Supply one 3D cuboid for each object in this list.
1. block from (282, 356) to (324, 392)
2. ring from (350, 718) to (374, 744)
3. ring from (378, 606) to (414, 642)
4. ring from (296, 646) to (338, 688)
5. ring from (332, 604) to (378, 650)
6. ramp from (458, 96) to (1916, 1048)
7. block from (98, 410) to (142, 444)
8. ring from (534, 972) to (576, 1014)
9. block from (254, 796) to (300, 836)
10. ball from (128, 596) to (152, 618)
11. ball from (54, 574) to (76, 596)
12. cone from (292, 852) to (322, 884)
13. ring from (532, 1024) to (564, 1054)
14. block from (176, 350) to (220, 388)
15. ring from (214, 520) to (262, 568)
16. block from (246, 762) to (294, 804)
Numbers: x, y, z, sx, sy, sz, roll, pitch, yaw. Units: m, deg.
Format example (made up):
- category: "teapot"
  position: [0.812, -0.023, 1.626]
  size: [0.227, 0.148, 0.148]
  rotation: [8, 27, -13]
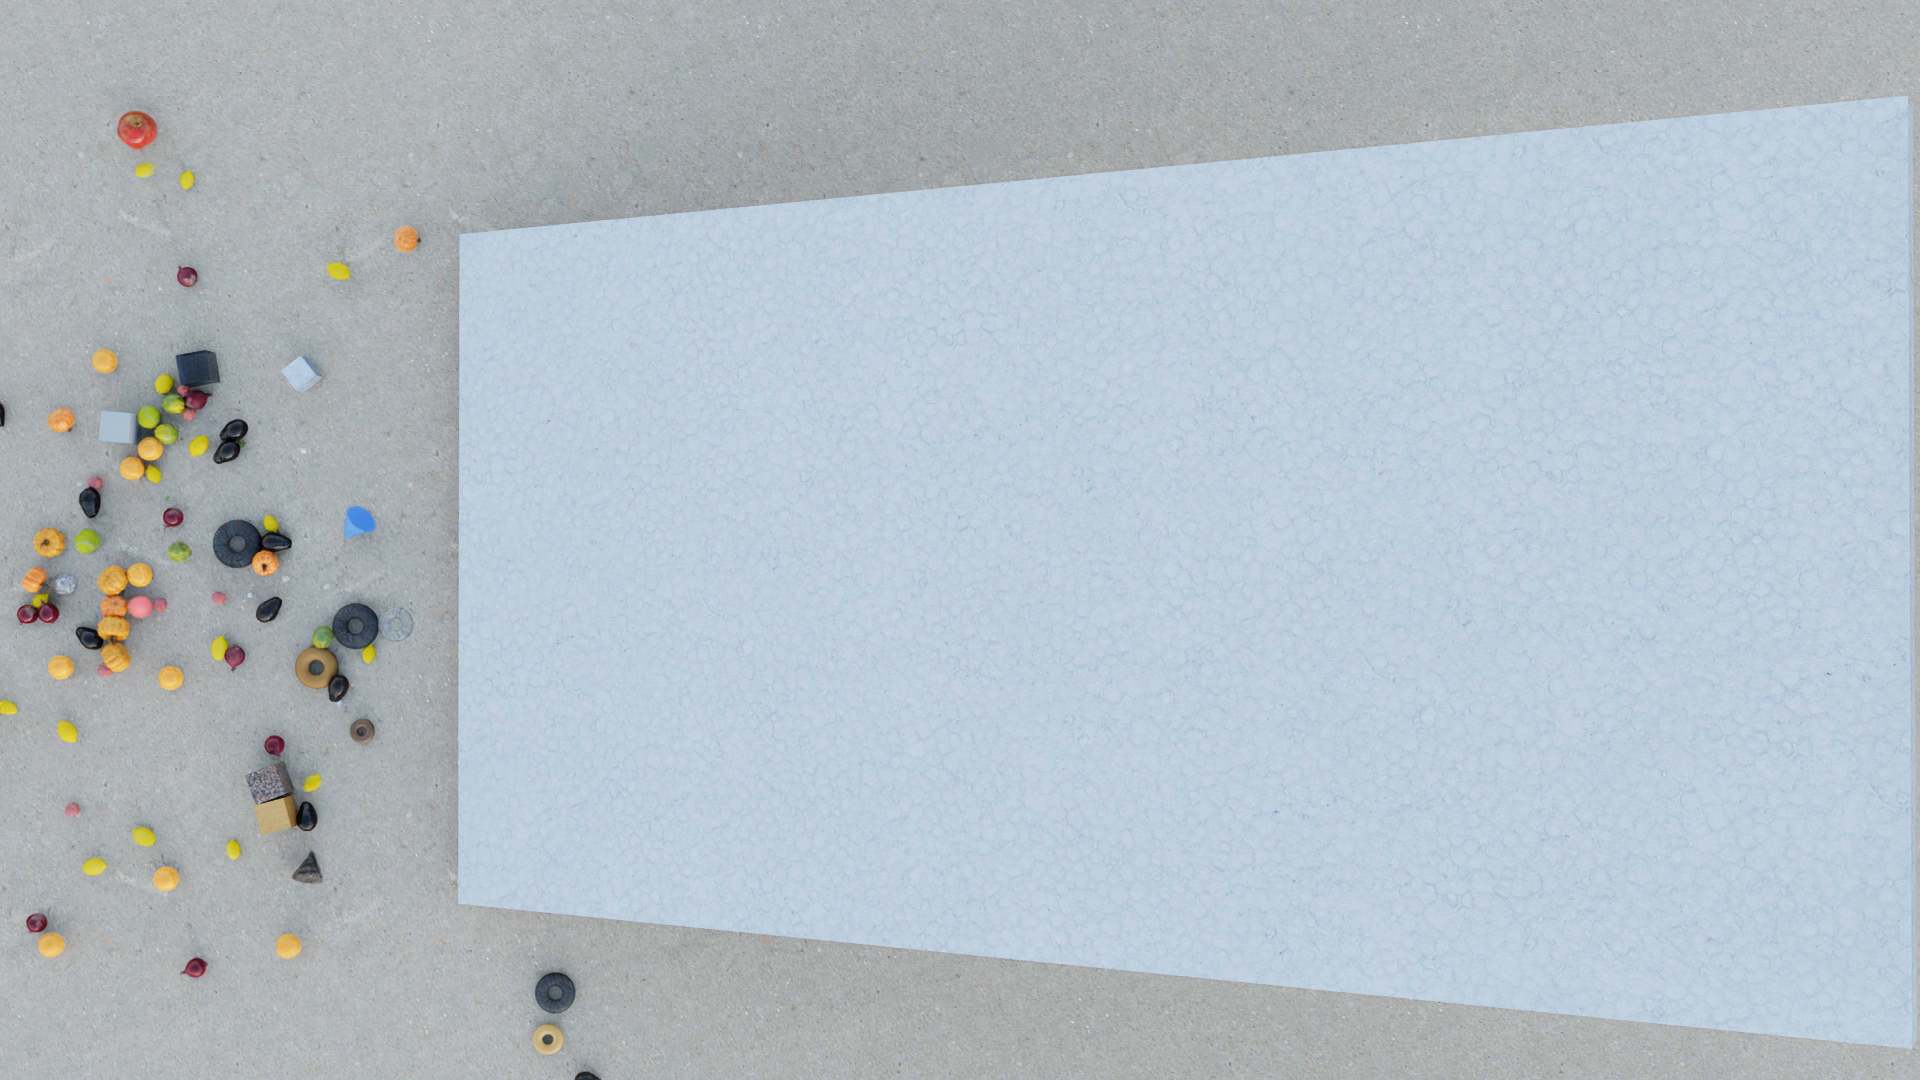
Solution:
- category: "block"
  position: [-1.982, -0.500, 6.625]
  size: [0.075, 0.075, 0.075]
  rotation: [-38, 90, 0]
- category: "ring"
  position: [-1.804, 0.577, 6.639]
  size: [0.075, 0.025, 0.075]
  rotation: [0, 88, 1]
- category: "ring"
  position: [-1.703, 0.254, 6.637]
  size: [0.108, 0.036, 0.108]
  rotation: [0, 89, 1]
- category: "ring"
  position: [-1.940, 0.385, 6.632]
  size: [0.130, 0.043, 0.130]
  rotation: [0, 90, -1]
- category: "ring"
  position: [-1.822, 0.260, 6.632]
  size: [0.139, 0.046, 0.139]
  rotation: [0, 90, -1]
- category: "ramp"
  position: [0.272, 0.076, 5.635]
  size: [4.000, 0.100, 2.000]
  rotation: [0, 89, 29]
- category: "block"
  position: [-2.525, -0.337, 6.616]
  size: [0.090, 0.090, 0.090]
  rotation: [5, 89, 0]
- category: "ring"
  position: [-1.219, 1.364, 6.623]
  size: [0.123, 0.041, 0.123]
  rotation: [0, 88, 1]
- category: "block"
  position: [-2.050, 0.826, 6.603]
  size: [0.092, 0.092, 0.092]
  rotation: [-15, 89, 0]
- category: "ball"
  position: [-2.469, 0.202, 6.622]
  size: [0.067, 0.067, 0.067]
  rotation: [0, 89, 0]
- category: "ball"
  position: [-2.696, 0.135, 6.624]
  size: [0.063, 0.063, 0.063]
  rotation: [0, 89, 0]
- category: "cone"
  position: [-1.961, 0.979, 6.627]
  size: [0.090, 0.090, 0.090]
  rotation: [3, 63, 0]
- category: "ring"
  position: [-1.241, 1.504, 6.627]
  size: [0.094, 0.031, 0.094]
  rotation: [0, 89, -1]
- category: "block"
  position: [-2.293, -0.515, 6.617]
  size: [0.090, 0.090, 0.090]
  rotation: [-10, 89, 0]
- category: "ring"
  position: [-2.180, 0.012, 6.633]
  size: [0.147, 0.049, 0.147]
  rotation: [0, 89, -1]
- category: "block"
  position: [-2.072, 0.730, 6.603]
  size: [0.094, 0.094, 0.094]
  rotation: [-21, 89, 0]
